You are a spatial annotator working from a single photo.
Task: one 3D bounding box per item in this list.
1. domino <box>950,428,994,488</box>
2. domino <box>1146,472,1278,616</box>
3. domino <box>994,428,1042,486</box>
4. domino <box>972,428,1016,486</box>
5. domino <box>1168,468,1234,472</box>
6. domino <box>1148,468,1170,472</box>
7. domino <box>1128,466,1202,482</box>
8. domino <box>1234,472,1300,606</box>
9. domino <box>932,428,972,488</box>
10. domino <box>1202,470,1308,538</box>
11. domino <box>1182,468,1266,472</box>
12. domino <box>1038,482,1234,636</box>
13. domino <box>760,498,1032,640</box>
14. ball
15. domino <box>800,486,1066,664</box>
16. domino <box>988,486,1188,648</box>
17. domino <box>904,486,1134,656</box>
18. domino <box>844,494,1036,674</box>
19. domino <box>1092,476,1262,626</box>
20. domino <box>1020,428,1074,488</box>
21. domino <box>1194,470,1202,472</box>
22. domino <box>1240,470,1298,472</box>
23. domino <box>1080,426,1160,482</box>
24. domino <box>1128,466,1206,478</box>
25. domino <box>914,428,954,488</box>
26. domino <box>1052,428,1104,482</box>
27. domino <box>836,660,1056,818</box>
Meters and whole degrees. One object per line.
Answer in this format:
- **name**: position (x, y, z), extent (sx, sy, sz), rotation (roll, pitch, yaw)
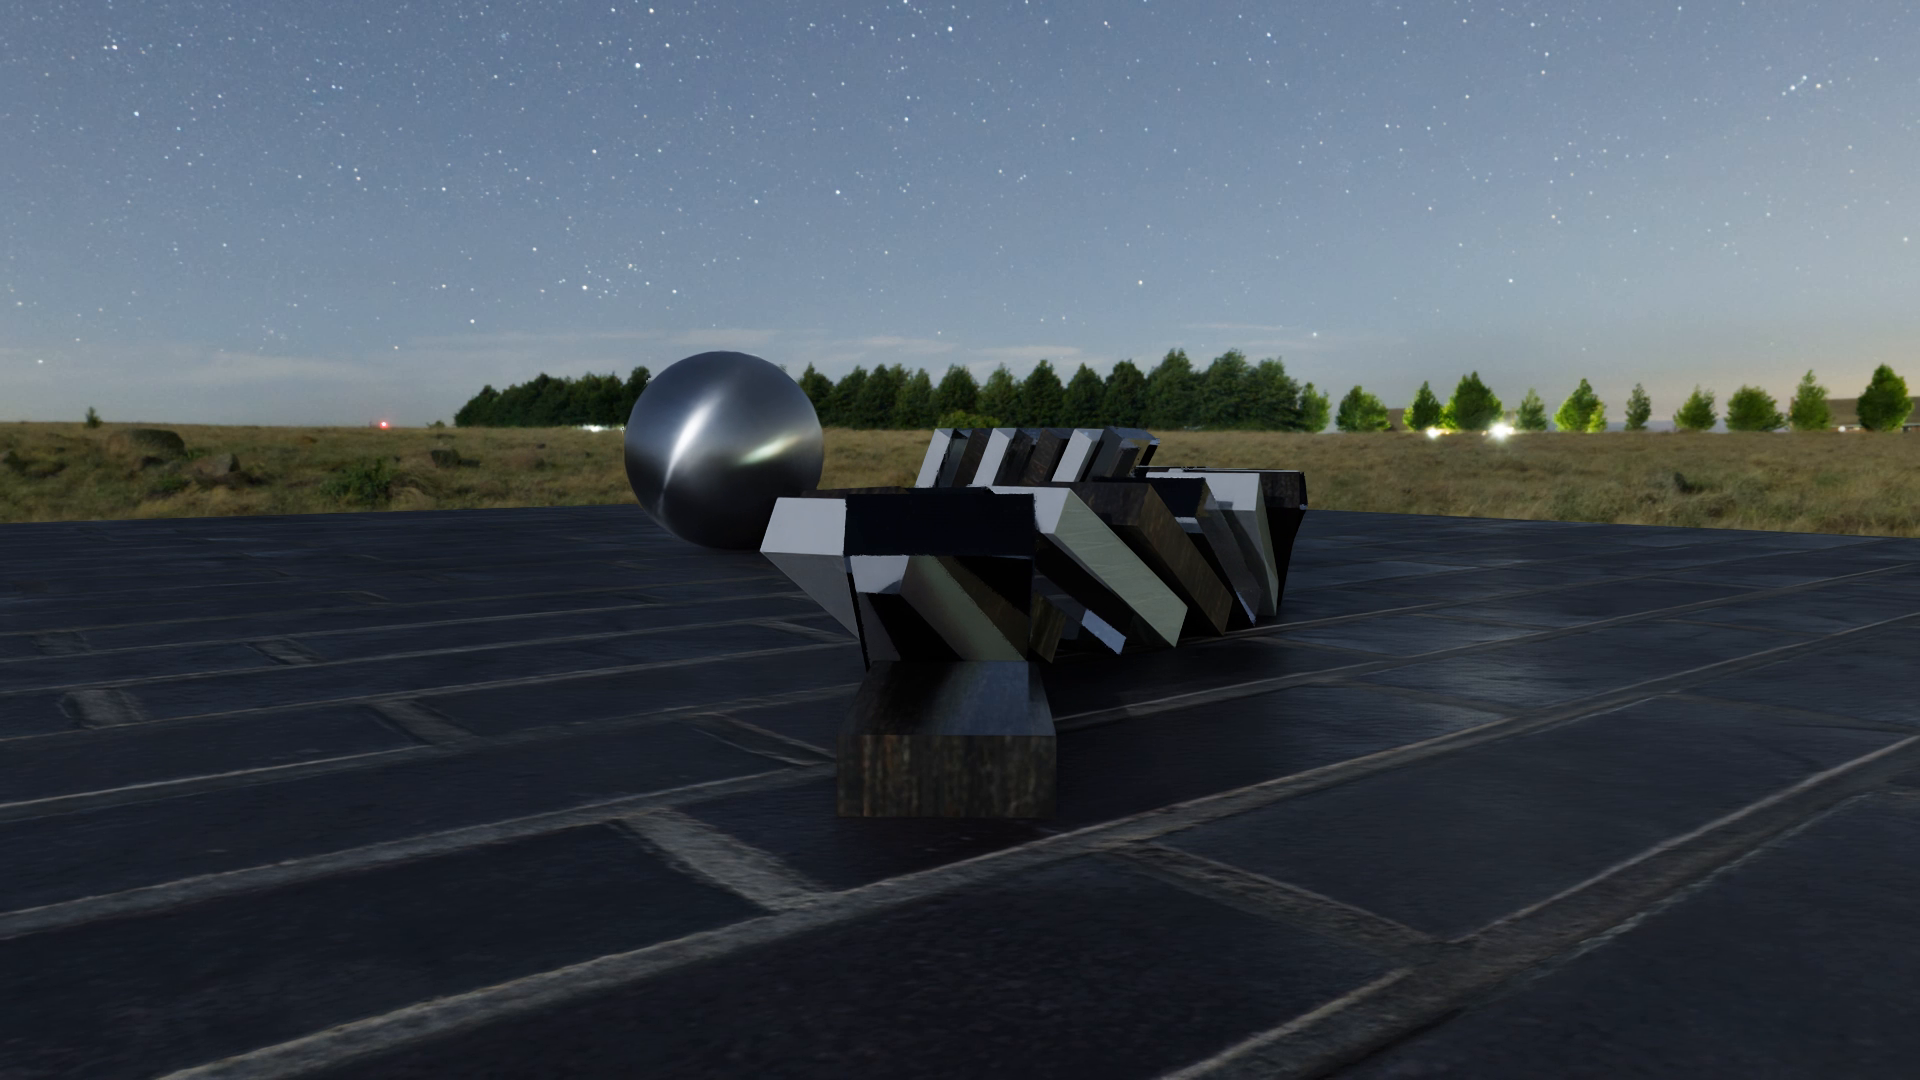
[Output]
- **domino**: position (0.009, -0.022, 0.532), extent (0.025, 0.050, 0.010), rotation (-5, 33, -47)
- **domino**: position (0.060, 0.002, 0.304), extent (0.025, 0.009, 0.050), rotation (2, -30, 20)
- **domino**: position (0.026, -0.021, 0.519), extent (0.025, 0.050, 0.009), rotation (-5, 33, -47)
- **domino**: position (0.017, -0.021, 0.525), extent (0.025, 0.050, 0.009), rotation (-5, 33, -47)
- **domino**: position (0.073, -0.006, 0.412), extent (0.025, 0.009, 0.050), rotation (-1, -28, -10)
- **domino**: position (0.069, -0.007, 0.430), extent (0.025, 0.010, 0.050), rotation (-1, -28, -10)
- **domino**: position (0.069, -0.010, 0.466), extent (0.025, 0.009, 0.050), rotation (0, -28, -13)
- **domino**: position (0.069, 0.000, 0.321), extent (0.025, 0.009, 0.050), rotation (1, -29, 9)
- **domino**: position (0.001, -0.022, 0.540), extent (0.025, 0.050, 0.010), rotation (-5, 33, -47)
- **domino**: position (0.074, -0.001, 0.339), extent (0.025, 0.010, 0.050), rotation (1, -29, 3)
- **domino**: position (0.075, -0.005, 0.394), extent (0.025, 0.009, 0.050), rotation (-1, -29, -8)
- **domino**: position (0.037, 0.005, 0.274), extent (0.025, 0.009, 0.050), rotation (3, -27, 35)
- **domino**: position (-0.009, 0.009, 0.215), extent (0.025, 0.009, 0.050), rotation (2, -26, 27)
- **ball**: position (-0.095, -0.037, 0.521), extent (0.080, 0.080, 0.080), rotation (0, 4, 0)
- **domino**: position (-0.005, 0.007, 0.235), extent (0.025, 0.009, 0.050), rotation (0, -29, 43)
- **domino**: position (0.023, 0.006, 0.261), extent (0.025, 0.009, 0.050), rotation (4, -26, 41)
- **domino**: position (0.009, 0.006, 0.248), extent (0.025, 0.009, 0.050), rotation (2, -27, 44)
- **domino**: position (-0.002, 0.010, 0.191), extent (0.025, 0.010, 0.050), rotation (0, -30, 1)
- **domino**: position (0.049, 0.003, 0.289), extent (0.025, 0.009, 0.050), rotation (2, -28, 30)
- **domino**: position (0.036, -0.020, 0.514), extent (0.025, 0.050, 0.009), rotation (-5, 34, -47)
- **domino**: position (0.076, -0.003, 0.375), extent (0.025, 0.010, 0.050), rotation (0, -29, -5)
- **domino**: position (0.076, -0.002, 0.357), extent (0.025, 0.009, 0.050), rotation (0, -29, -3)
- **domino**: position (0.057, -0.020, 0.504), extent (0.025, 0.050, 0.009), rotation (-2, 33, -48)
- **domino**: position (0.067, -0.008, 0.447), extent (0.025, 0.009, 0.050), rotation (-1, -28, -10)
- **domino**: position (-0.007, -0.023, 0.547), extent (0.025, 0.050, 0.009), rotation (-5, 33, -47)
- **domino**: position (0.047, -0.020, 0.509), extent (0.025, 0.050, 0.009), rotation (-5, 35, -47)
- **domino**: position (-0.001, 0.025, 0.171), extent (0.025, 0.009, 0.050), rotation (0, 4, 1)
